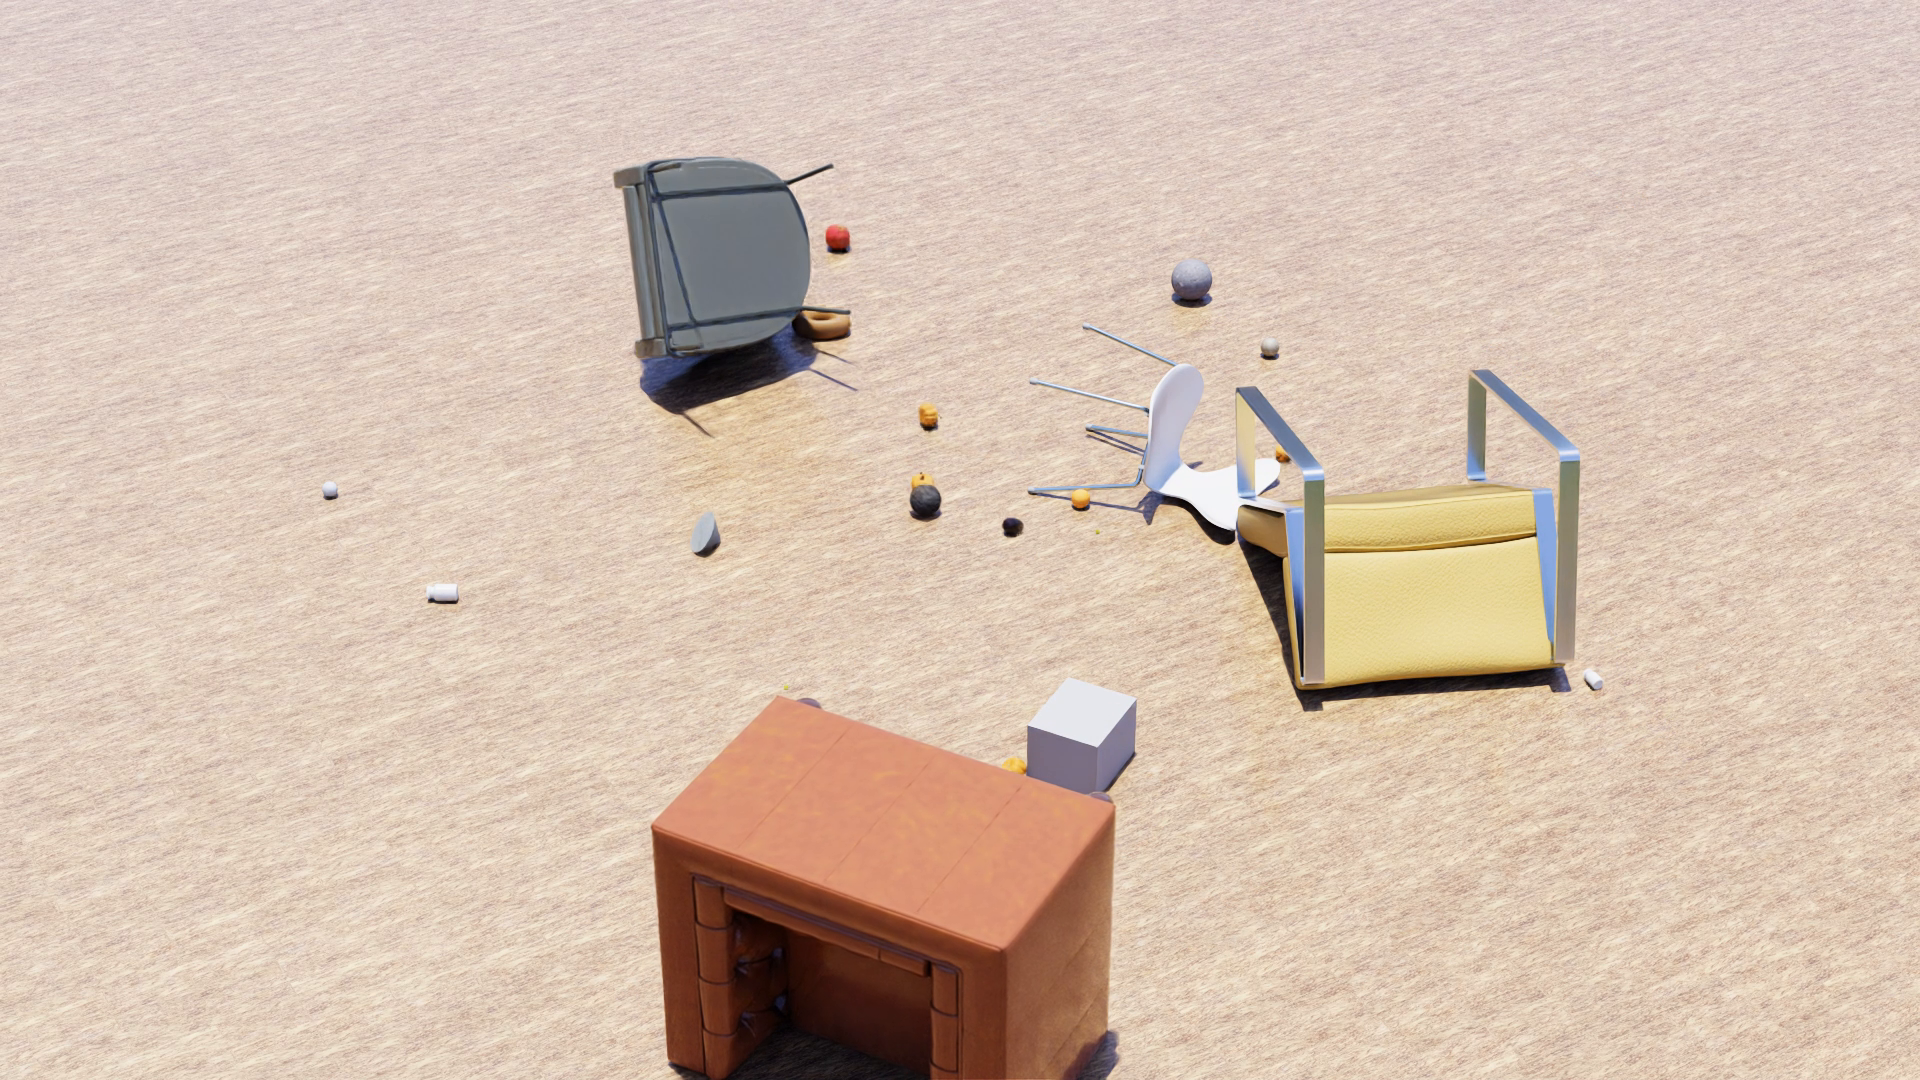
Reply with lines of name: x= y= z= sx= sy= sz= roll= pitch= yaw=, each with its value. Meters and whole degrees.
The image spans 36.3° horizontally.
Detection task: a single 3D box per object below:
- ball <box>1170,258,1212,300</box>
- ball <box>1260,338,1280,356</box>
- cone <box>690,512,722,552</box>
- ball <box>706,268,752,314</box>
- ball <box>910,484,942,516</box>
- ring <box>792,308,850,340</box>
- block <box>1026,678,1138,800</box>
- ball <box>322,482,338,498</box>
ball: x=0.985 y=-1.108 z=12.466 sx=0.176 sy=0.176 sz=0.176 roll=0 pitch=33 yaw=0
ball: x=1.277 y=-0.795 z=12.079 sx=0.080 sy=0.080 sz=0.080 roll=0 pitch=33 yaw=0
cone: x=-0.923 y=-0.012 z=10.910 sx=0.090 sy=0.143 sz=0.179 roll=30 pitch=45 yaw=-31
ball: x=-0.974 y=-1.051 z=12.364 sx=0.193 sy=0.193 sz=0.193 roll=0 pitch=33 yaw=0
ball: x=-0.131 y=-0.153 z=11.067 sx=0.120 sy=0.120 sz=0.120 roll=0 pitch=33 yaw=0
ring: x=-0.579 y=-0.904 z=12.238 sx=0.249 sy=0.088 sz=0.161 roll=0 pitch=35 yaw=2
block: x=0.405 y=0.659 z=9.741 sx=0.255 sy=0.223 sz=0.303 roll=16 pitch=37 yaw=23
ball: x=-2.403 y=-0.194 z=11.184 sx=0.060 sy=0.060 sz=0.060 roll=0 pitch=33 yaw=0
